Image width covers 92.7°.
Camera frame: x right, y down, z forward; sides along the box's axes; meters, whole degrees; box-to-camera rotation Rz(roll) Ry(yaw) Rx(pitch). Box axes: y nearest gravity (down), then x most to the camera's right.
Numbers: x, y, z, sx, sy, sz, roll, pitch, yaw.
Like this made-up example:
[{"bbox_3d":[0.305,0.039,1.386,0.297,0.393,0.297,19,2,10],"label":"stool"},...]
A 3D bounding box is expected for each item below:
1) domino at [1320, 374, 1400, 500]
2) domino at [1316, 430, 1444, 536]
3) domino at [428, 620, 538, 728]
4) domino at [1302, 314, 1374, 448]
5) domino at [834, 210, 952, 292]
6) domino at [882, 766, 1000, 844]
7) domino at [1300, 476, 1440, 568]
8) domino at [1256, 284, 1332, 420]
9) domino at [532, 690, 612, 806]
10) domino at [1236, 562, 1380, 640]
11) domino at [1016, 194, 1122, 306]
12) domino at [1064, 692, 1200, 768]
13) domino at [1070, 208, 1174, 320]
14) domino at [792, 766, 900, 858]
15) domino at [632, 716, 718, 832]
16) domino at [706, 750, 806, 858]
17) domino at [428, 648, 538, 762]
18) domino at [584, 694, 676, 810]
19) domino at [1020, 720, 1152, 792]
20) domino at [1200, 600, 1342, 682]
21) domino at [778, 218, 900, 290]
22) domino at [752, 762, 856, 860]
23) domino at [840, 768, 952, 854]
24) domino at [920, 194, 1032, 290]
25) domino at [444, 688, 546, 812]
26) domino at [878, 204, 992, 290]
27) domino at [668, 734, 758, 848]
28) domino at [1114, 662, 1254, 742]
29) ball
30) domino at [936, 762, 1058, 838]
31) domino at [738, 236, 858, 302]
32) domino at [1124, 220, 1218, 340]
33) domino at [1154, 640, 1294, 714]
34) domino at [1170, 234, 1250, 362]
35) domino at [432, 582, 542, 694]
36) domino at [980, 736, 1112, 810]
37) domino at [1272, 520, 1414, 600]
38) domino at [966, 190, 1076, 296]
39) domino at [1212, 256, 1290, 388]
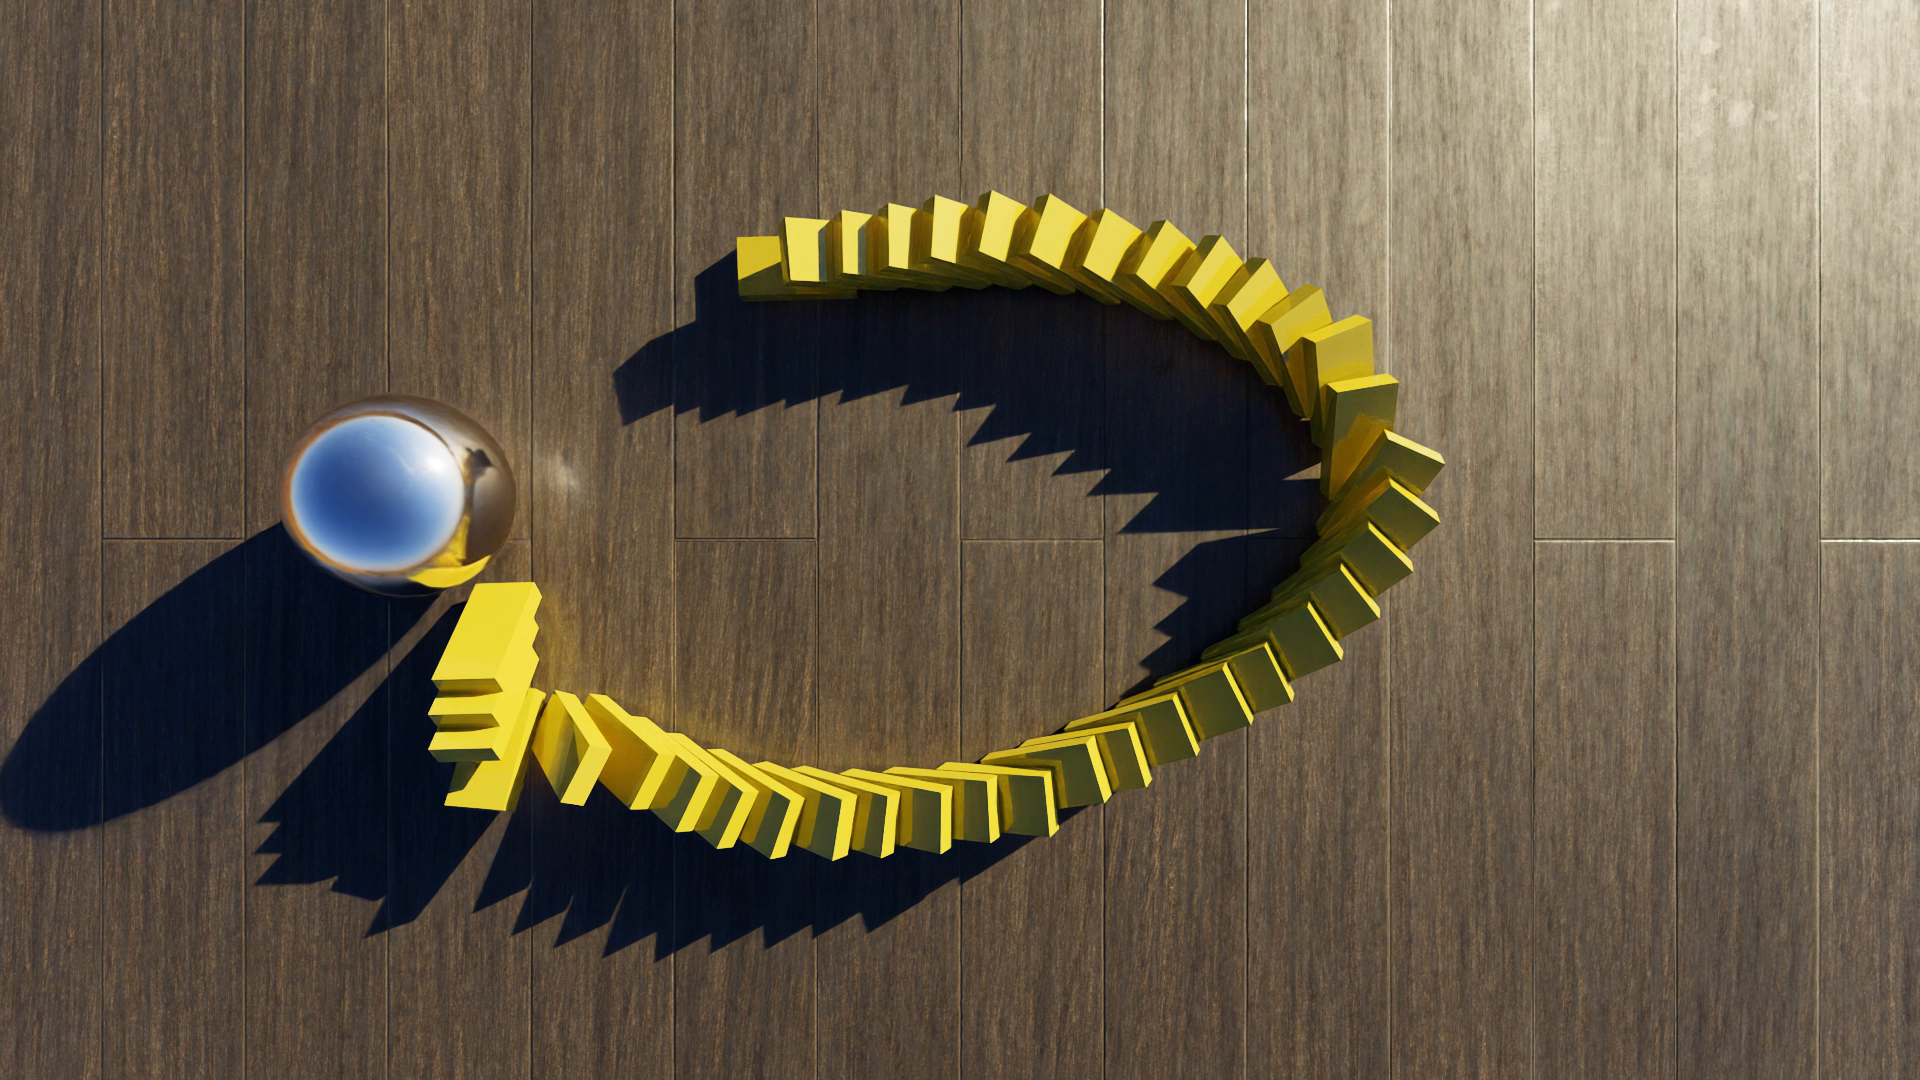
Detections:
[{"bbox_3d":[0.166,-0.042,0.383,0.025,0.009,0.050,-9,122,0],"label":"domino"},{"bbox_3d":[0.174,-0.019,0.382,0.025,0.009,0.050,23,124,-1],"label":"domino"},{"bbox_3d":[-0.196,0.053,0.379,0.025,0.009,0.050,-1,46,0],"label":"domino"},{"bbox_3d":[0.159,-0.065,0.382,0.025,0.010,0.050,-22,121,-4],"label":"domino"},{"bbox_3d":[-0.028,-0.120,0.384,0.050,0.010,0.025,-1,90,-29],"label":"domino"},{"bbox_3d":[-0.008,0.110,0.384,0.050,0.009,0.025,-3,90,28],"label":"domino"},{"bbox_3d":[0.170,0.000,0.382,0.025,0.010,0.050,36,122,-4],"label":"domino"},{"bbox_3d":[0.145,-0.078,0.382,0.025,0.009,0.050,-36,123,-1],"label":"domino"},{"bbox_3d":[-0.162,0.085,0.378,0.010,0.050,0.025,27,90,-43],"label":"domino"},{"bbox_3d":[0.145,0.033,0.383,0.050,0.010,0.025,-38,91,31],"label":"domino"},{"bbox_3d":[0.050,-0.120,0.383,0.050,0.009,0.025,19,90,-31],"label":"domino"},{"bbox_3d":[0.072,0.083,0.385,0.050,0.010,0.025,-22,90,27],"label":"domino"},{"bbox_3d":[0.073,-0.115,0.384,0.050,0.010,0.025,22,90,-28],"label":"domino"},{"bbox_3d":[-0.050,0.113,0.384,0.050,0.010,0.025,6,90,29],"label":"domino"},{"bbox_3d":[-0.125,0.097,0.382,0.050,0.010,0.025,26,90,31],"label":"domino"},{"bbox_3d":[-0.090,0.109,0.383,0.050,0.009,0.025,20,90,31],"label":"domino"},{"bbox_3d":[-0.196,0.067,0.379,0.025,0.010,0.050,-1,46,0],"label":"domino"},{"bbox_3d":[-0.143,0.088,0.383,0.050,0.010,0.025,27,90,31],"label":"domino"},{"bbox_3d":[0.052,0.093,0.384,0.050,0.009,0.025,-17,90,27],"label":"domino"},{"bbox_3d":[0.130,0.048,0.383,0.050,0.010,0.025,-32,90,31],"label":"domino"},{"bbox_3d":[-0.049,-0.119,0.383,0.050,0.009,0.025,-6,92,-29],"label":"domino"},{"bbox_3d":[-0.067,0.112,0.382,0.050,0.010,0.025,10,92,31],"label":"domino"},{"bbox_3d":[-0.027,0.113,0.383,0.050,0.010,0.025,2,92,29],"label":"domino"},{"bbox_3d":[0.008,-0.123,0.382,0.050,0.010,0.025,5,86,-32],"label":"domino"},{"bbox_3d":[-0.195,0.087,0.385,0.025,0.009,0.050,3,68,5],"label":"domino"},{"bbox_3d":[-0.010,-0.122,0.382,0.050,0.010,0.025,0,89,-33],"label":"domino"},{"bbox_3d":[-0.109,0.104,0.383,0.050,0.010,0.025,25,90,30],"label":"domino"},{"bbox_3d":[0.093,0.072,0.384,0.050,0.009,0.025,-27,90,27],"label":"domino"},{"bbox_3d":[-0.218,-0.017,0.360,0.080,0.080,0.080,0,90,0],"label":"ball"},{"bbox_3d":[0.015,0.108,0.383,0.050,0.009,0.025,-4,94,28],"label":"domino"},{"bbox_3d":[-0.070,-0.117,0.395,0.050,0.009,0.025,-2,90,0],"label":"domino"},{"bbox_3d":[0.094,-0.108,0.384,0.050,0.009,0.025,30,90,-27],"label":"domino"},{"bbox_3d":[0.110,0.063,0.384,0.050,0.009,0.025,-26,90,27],"label":"domino"},{"bbox_3d":[0.112,-0.100,0.382,0.050,0.009,0.025,36,88,-34],"label":"domino"},{"bbox_3d":[-0.195,0.040,0.379,0.025,0.010,0.050,-1,46,0],"label":"domino"},{"bbox_3d":[0.035,0.099,0.382,0.050,0.010,0.025,-17,90,29],"label":"domino"},{"bbox_3d":[0.158,0.017,0.382,0.025,0.009,0.050,44,122,-2],"label":"domino"},{"bbox_3d":[0.028,-0.123,0.382,0.050,0.009,0.025,13,88,-32],"label":"domino"},{"bbox_3d":[0.128,-0.090,0.382,0.025,0.009,0.050,-49,123,-1],"label":"domino"}]
